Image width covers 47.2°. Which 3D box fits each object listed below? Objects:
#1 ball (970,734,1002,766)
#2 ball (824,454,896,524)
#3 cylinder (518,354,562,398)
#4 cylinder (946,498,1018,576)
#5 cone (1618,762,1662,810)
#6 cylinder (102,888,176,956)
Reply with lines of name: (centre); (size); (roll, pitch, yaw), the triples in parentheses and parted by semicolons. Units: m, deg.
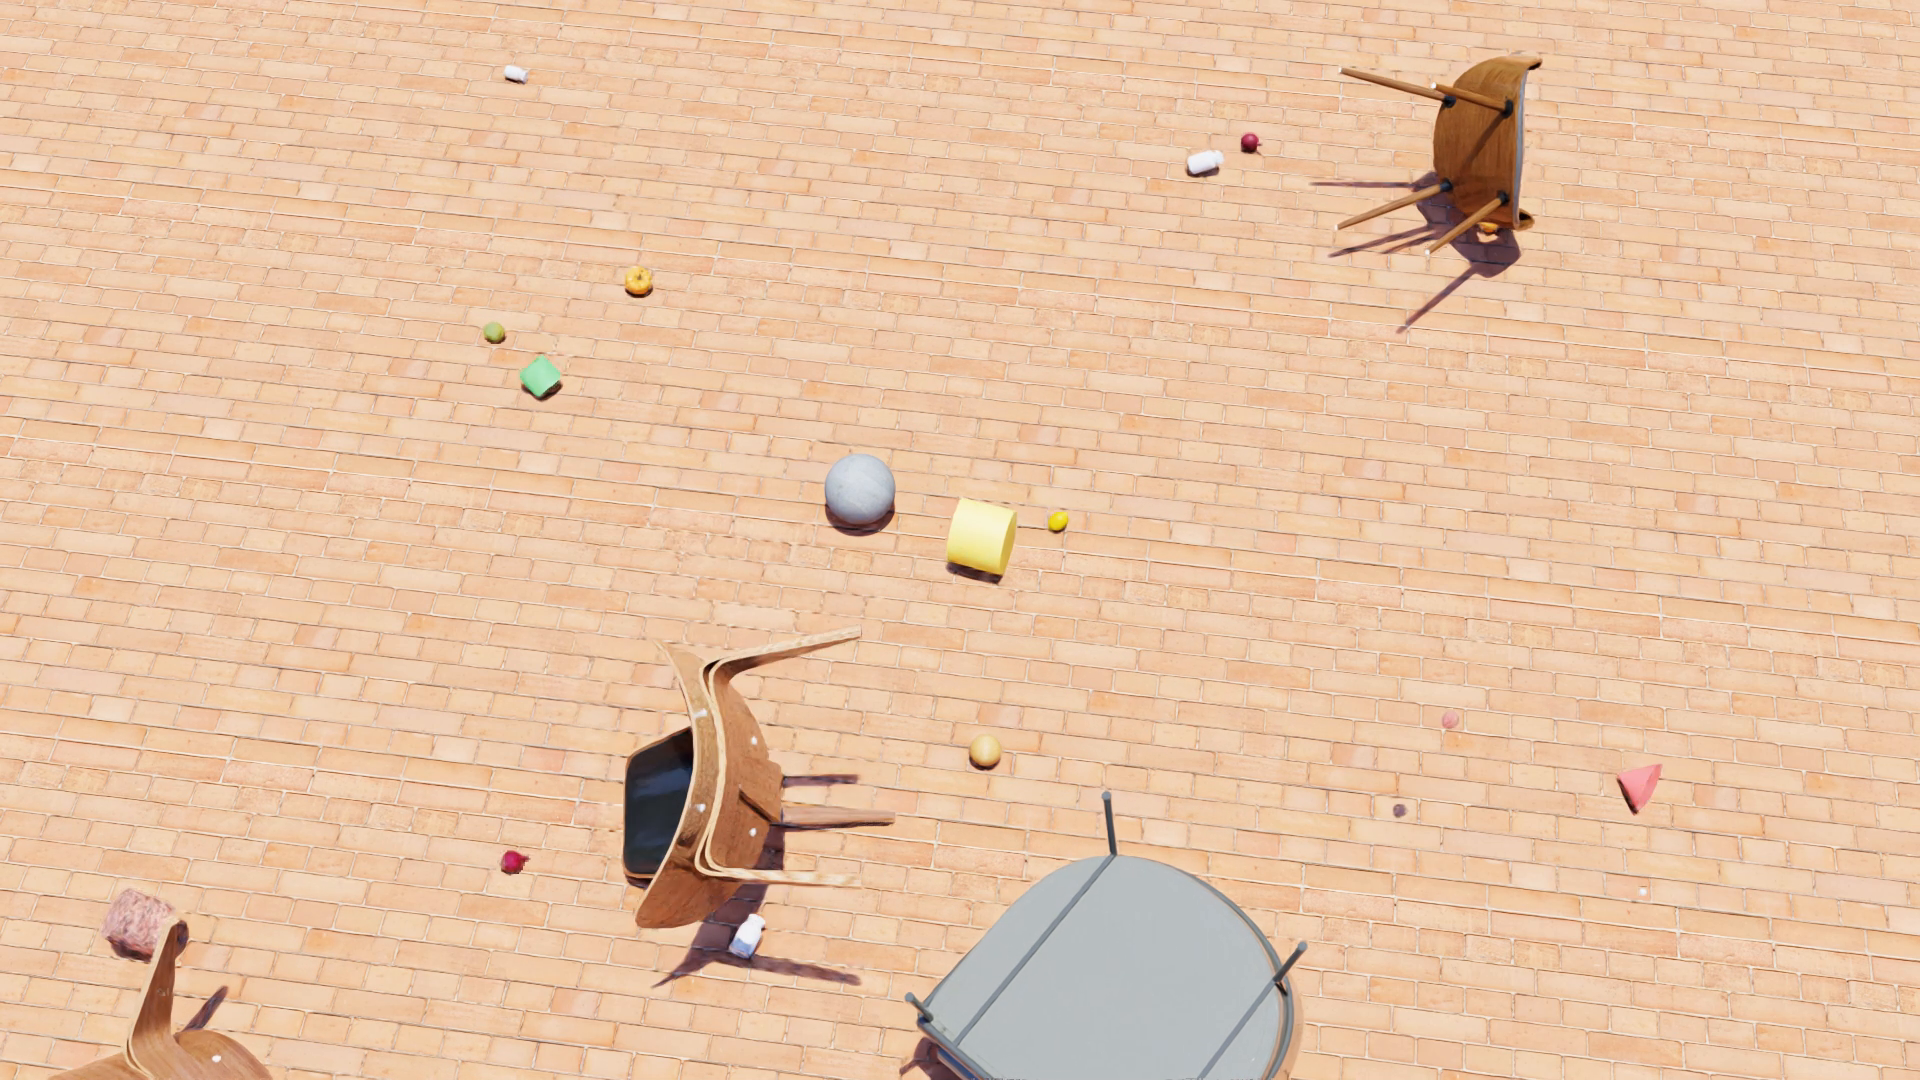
ball: (0.072, 0.585, 6.127); (0.090, 0.090, 0.090); (0, 56, 0)
ball: (-0.298, -0.152, 6.547); (0.213, 0.213, 0.213); (0, 56, 0)
cylinder: (-1.309, -0.512, 6.849); (0.105, 0.072, 0.087); (-43, 107, -8)
cylinder: (0.065, -0.010, 6.453); (0.160, 0.213, 0.181); (15, 53, 10)
cone: (1.864, 0.665, 6.084); (0.095, 0.101, 0.157); (22, 62, 33)
cylinder: (-2.155, 1.002, 5.767); (0.122, 0.191, 0.137); (30, 58, -27)
